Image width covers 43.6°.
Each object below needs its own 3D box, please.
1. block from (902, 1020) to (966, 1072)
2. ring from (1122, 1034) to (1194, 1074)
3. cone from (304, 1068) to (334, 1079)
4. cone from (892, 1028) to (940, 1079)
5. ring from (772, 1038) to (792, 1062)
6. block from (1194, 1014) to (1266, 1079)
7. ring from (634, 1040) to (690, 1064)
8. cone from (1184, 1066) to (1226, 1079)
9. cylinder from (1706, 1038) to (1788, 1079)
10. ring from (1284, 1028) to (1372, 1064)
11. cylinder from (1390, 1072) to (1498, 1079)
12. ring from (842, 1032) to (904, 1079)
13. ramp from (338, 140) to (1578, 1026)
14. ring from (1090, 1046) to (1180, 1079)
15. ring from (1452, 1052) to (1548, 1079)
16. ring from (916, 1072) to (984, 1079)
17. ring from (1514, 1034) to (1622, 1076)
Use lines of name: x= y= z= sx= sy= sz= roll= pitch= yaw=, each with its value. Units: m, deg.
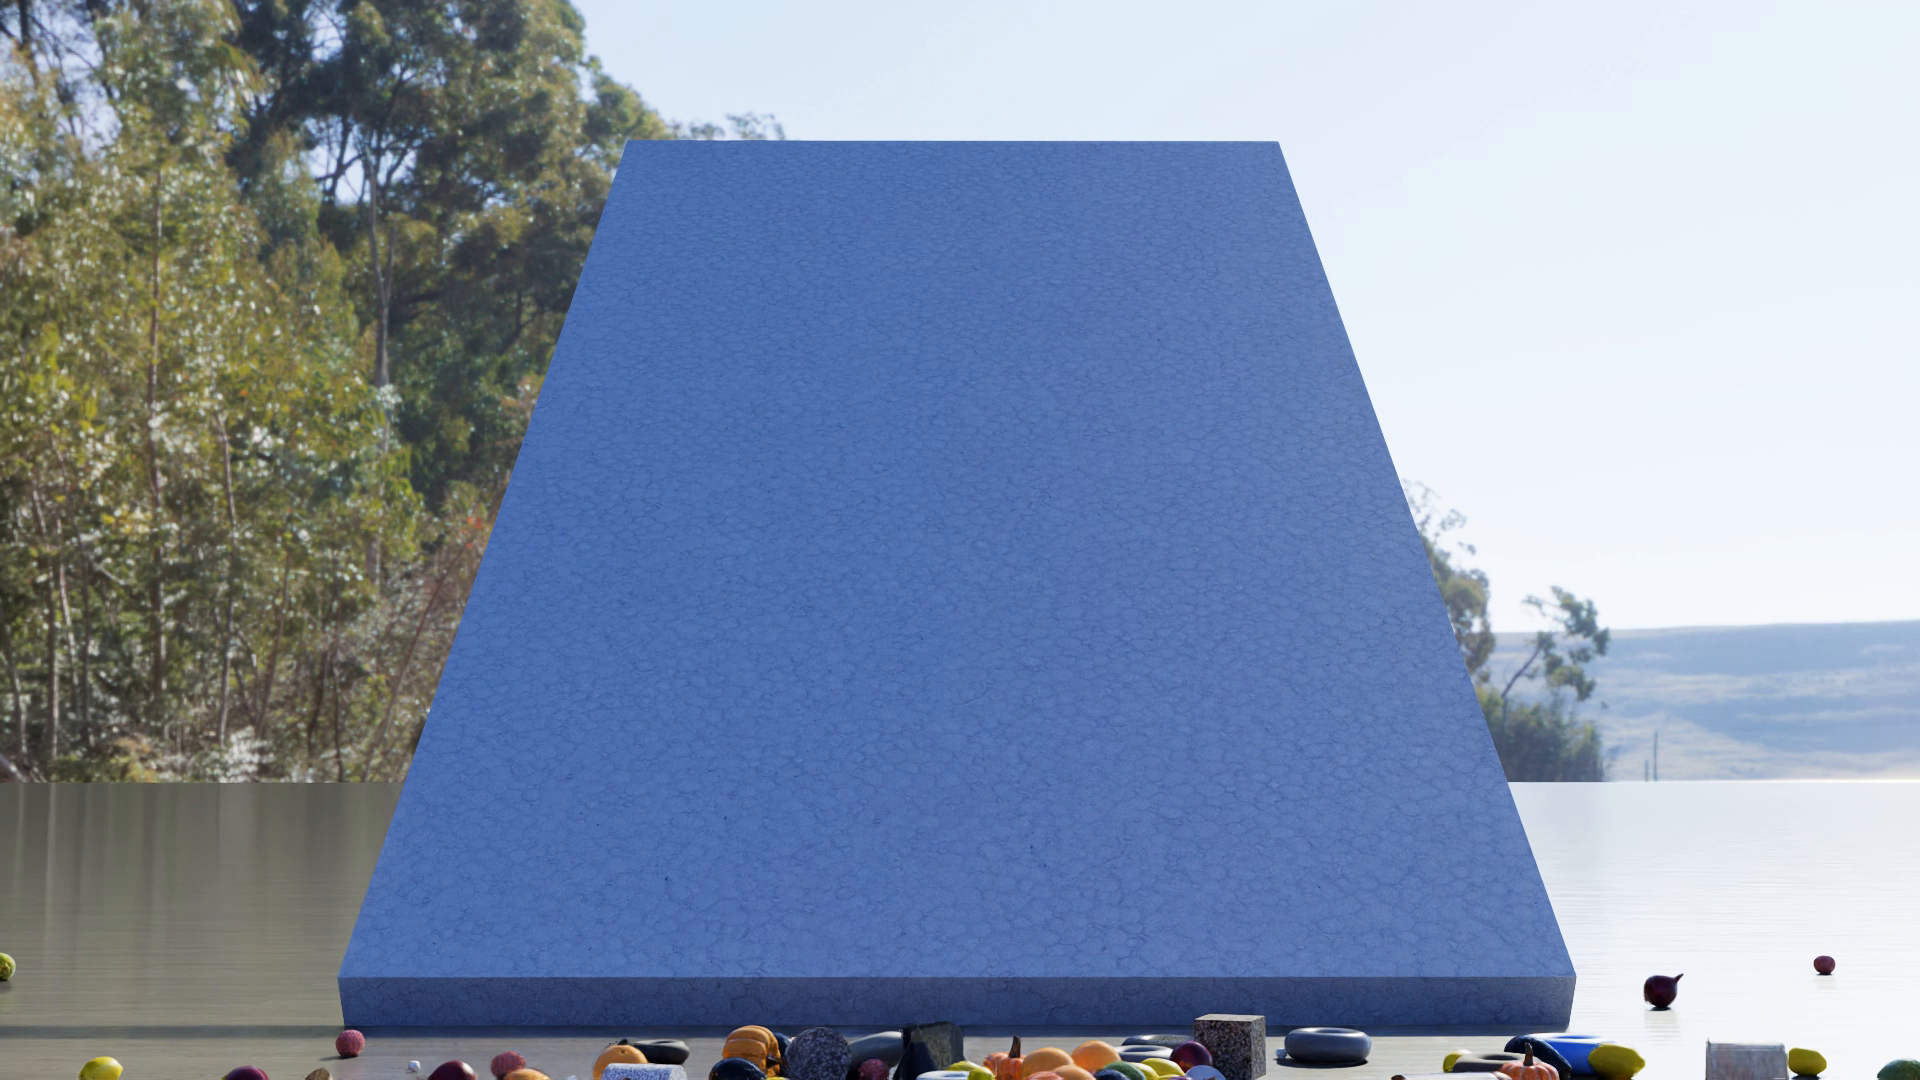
block: x=-0.034 y=0.676 z=3.171 sx=0.063 sy=0.063 sz=0.063 roll=-11 pitch=-22 yaw=13
ring: x=0.287 y=0.713 z=3.330 sx=0.131 sy=0.044 sz=0.131 roll=1 pitch=-5 yaw=0
cone: x=-0.706 y=0.656 z=2.724 sx=0.085 sy=0.085 sz=0.085 roll=36 pitch=-26 yaw=-31
cone: x=-0.054 y=0.670 z=3.100 sx=0.083 sy=0.083 sz=0.083 roll=0 pitch=-6 yaw=0
ring: x=-0.215 y=0.724 z=3.395 sx=0.101 sy=0.034 sz=0.101 roll=1 pitch=-6 yaw=0
block: x=0.366 y=0.687 z=3.253 sx=0.079 sy=0.079 sz=0.079 roll=-2 pitch=-6 yaw=21
ring: x=-0.428 y=0.728 z=3.413 sx=0.087 sy=0.029 sz=0.087 roll=-1 pitch=-7 yaw=0
cone: x=0.289 y=0.681 z=2.923 sx=0.062 sy=0.062 sz=0.062 roll=2 pitch=-32 yaw=-18
cylinder: x=0.958 y=0.651 z=2.921 sx=0.086 sy=0.086 sz=0.086 roll=-1 pitch=-6 yaw=11
ring: x=0.528 y=0.725 z=3.442 sx=0.126 sy=0.042 sz=0.126 roll=1 pitch=-6 yaw=0
cylinder: x=0.502 y=0.601 z=2.478 sx=0.099 sy=0.099 sz=0.099 roll=1 pitch=-6 yaw=-14
ring: x=-0.122 y=0.686 z=3.178 sx=0.115 sy=0.038 sz=0.115 roll=-20 pitch=-21 yaw=-8
ramp: x=-0.012 y=-0.218 z=5.645 sx=2.000 sy=0.100 sz=4.000 roll=0 pitch=29 yaw=0
ring: x=0.235 y=0.703 z=3.219 sx=0.122 sy=0.041 sz=0.122 roll=-1 pitch=-6 yaw=0
ring: x=0.705 y=0.695 z=3.135 sx=0.121 sy=0.040 sz=0.121 roll=0 pitch=-4 yaw=0
ring: x=-0.012 y=0.689 z=3.023 sx=0.094 sy=0.031 sz=0.094 roll=1 pitch=-6 yaw=0
ring: x=0.837 y=0.708 z=3.307 sx=0.145 sy=0.048 sz=0.145 roll=0 pitch=-7 yaw=0
